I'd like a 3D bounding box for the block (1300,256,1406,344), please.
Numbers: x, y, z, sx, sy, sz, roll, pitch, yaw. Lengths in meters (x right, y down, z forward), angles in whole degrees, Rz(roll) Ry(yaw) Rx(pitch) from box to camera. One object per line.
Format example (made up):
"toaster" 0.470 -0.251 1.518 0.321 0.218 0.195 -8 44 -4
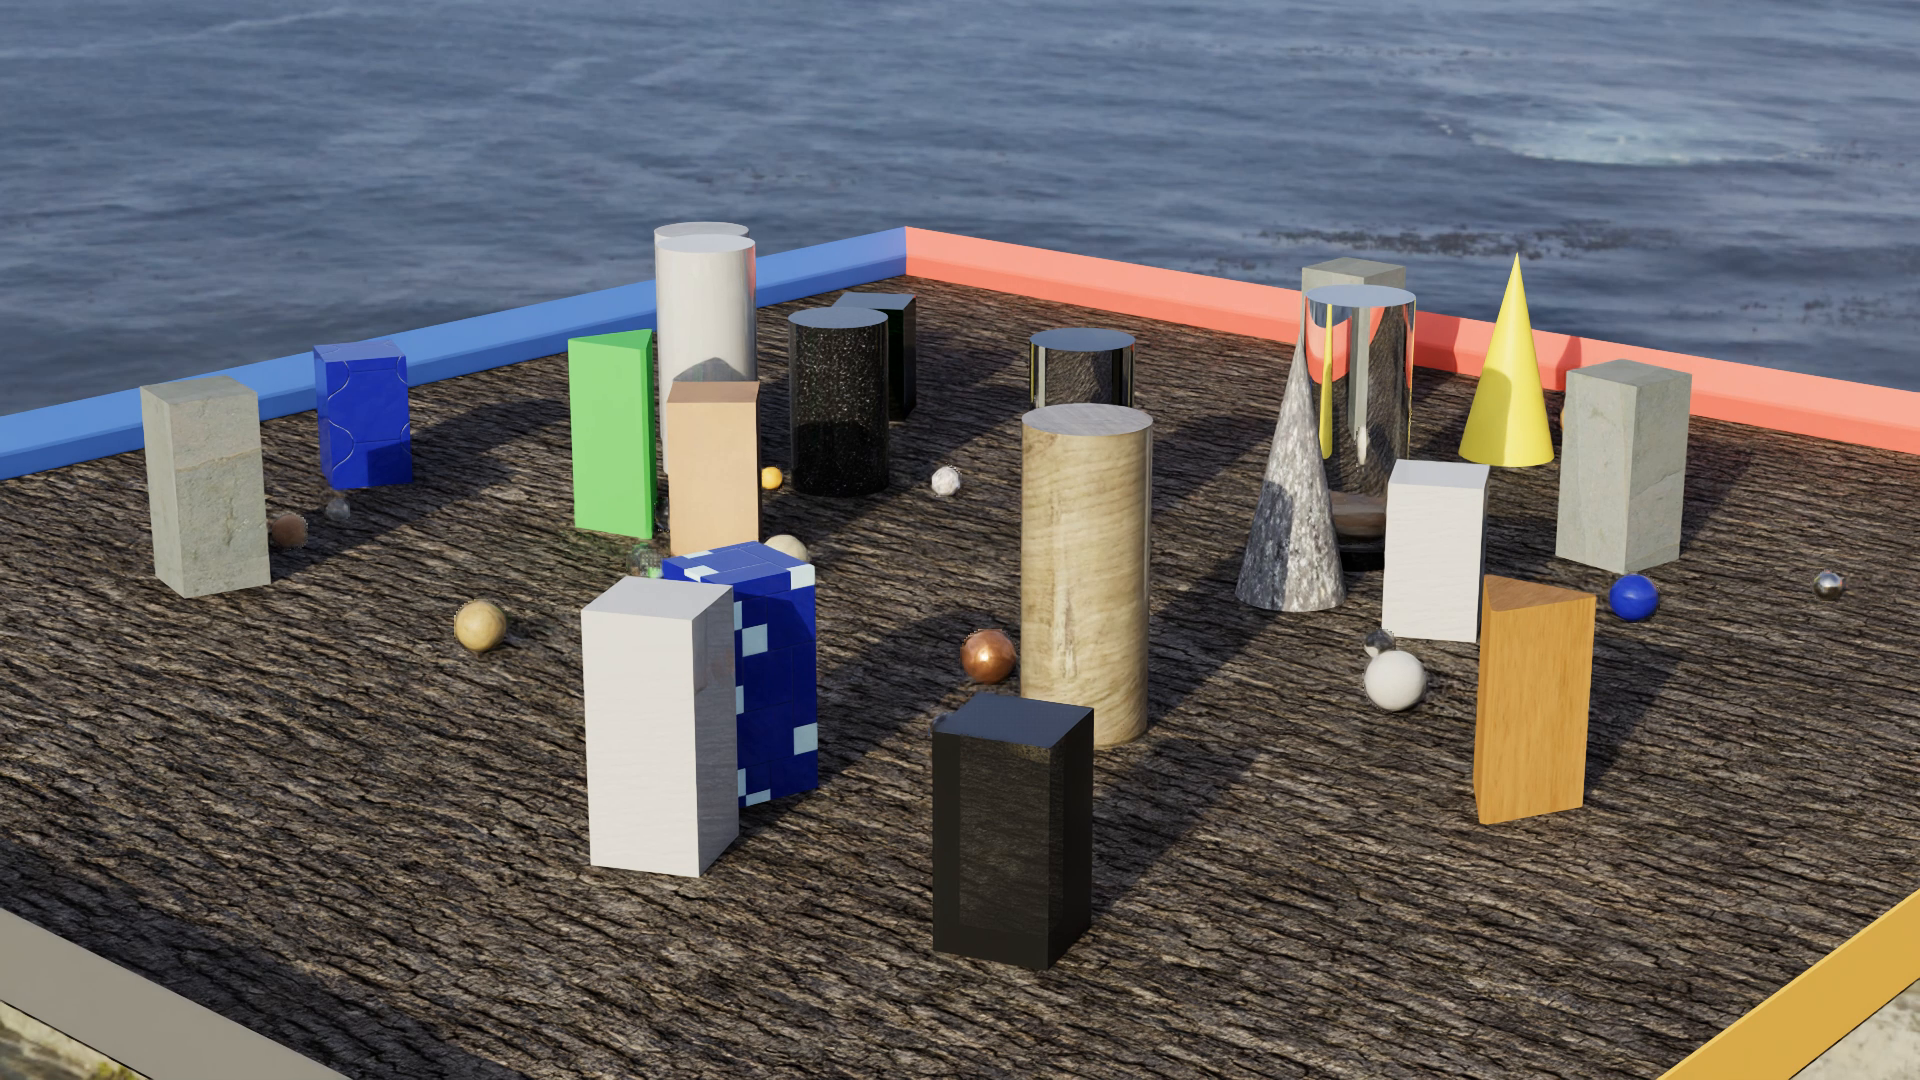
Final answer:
"block" 0.835 -0.418 6.257 0.156 0.334 0.156 15 22 40

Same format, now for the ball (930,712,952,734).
"ball" -0.020 0.285 4.418 0.050 0.050 0.050 0 17 0

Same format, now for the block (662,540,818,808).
"block" -0.316 0.193 4.225 0.156 0.337 0.156 -12 21 -35

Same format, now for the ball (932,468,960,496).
"ball" -0.027 -0.113 5.725 0.058 0.058 0.058 0 17 0

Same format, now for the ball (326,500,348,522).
"ball" -1.182 -0.057 5.565 0.042 0.042 0.042 0 17 0

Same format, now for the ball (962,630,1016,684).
"ball" 0.047 0.187 4.677 0.088 0.088 0.088 0 17 0

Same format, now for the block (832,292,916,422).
"block" -0.186 -0.397 6.340 0.156 0.246 0.156 3 17 9

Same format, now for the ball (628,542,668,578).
"ball" -0.552 0.040 5.194 0.071 0.071 0.071 0 17 0

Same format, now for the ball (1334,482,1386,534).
"ball" 0.749 -0.061 5.483 0.098 0.098 0.098 0 17 0

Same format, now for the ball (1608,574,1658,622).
"ball" 1.145 0.098 4.981 0.082 0.082 0.082 0 17 0

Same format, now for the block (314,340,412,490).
"block" -1.188 -0.251 5.834 0.156 0.258 0.156 -6 18 -20

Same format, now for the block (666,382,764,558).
"block" -0.438 -0.111 5.266 0.156 0.318 0.156 0 17 -1

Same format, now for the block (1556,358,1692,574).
"block" 1.198 -0.134 5.296 0.156 0.346 0.156 -13 21 -37

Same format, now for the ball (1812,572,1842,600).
"ball" 1.509 0.080 5.097 0.050 0.050 0.050 0 17 0

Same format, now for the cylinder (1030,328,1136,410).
"cylinder" 0.226 -0.193 5.451 0.195 0.368 0.195 0 17 0

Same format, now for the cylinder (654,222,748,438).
"cylinder" -0.534 -0.431 6.121 0.195 0.437 0.195 0 17 0

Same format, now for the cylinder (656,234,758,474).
"cylinder" -0.503 -0.367 5.869 0.195 0.460 0.195 0 17 0

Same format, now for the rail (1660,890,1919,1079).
"rail" 1.436 0.392 3.926 0.045 0.127 3.996 14 22 39

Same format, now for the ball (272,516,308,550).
"ball" -1.232 -0.015 5.389 0.062 0.062 0.062 0 17 0

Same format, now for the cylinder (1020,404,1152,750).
"cylinder" 0.189 0.054 4.426 0.195 0.487 0.195 0 17 0

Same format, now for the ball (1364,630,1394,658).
"ball" 0.686 0.171 4.797 0.049 0.049 0.049 0 17 0

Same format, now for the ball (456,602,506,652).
"ball" -0.789 0.143 4.830 0.084 0.084 0.084 0 17 0

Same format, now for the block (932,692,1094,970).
"block" 0.068 0.367 3.718 0.156 0.297 0.156 7 18 22

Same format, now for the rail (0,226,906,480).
"rail" -1.436 -0.328 6.314 0.045 0.127 3.996 14 22 39

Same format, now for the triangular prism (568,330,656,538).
"triangular prism" -0.618 -0.206 5.507 0.169 0.361 0.147 9 19 27

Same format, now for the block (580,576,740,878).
"block" -0.405 0.252 3.983 0.156 0.364 0.156 5 17 15

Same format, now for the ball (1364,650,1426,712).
"ball" 0.677 0.219 4.559 0.095 0.095 0.095 0 17 0

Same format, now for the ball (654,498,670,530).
"ball" -0.546 -0.048 5.500 0.059 0.059 0.059 0 17 0

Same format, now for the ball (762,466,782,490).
"ball" -0.372 -0.121 5.771 0.047 0.047 0.047 0 17 0

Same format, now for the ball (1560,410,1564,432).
"ball" 1.298 -0.250 6.125 0.088 0.088 0.088 0 17 0

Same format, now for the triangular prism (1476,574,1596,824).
"triangular prism" 0.783 0.219 4.176 0.169 0.315 0.147 -7 18 -23

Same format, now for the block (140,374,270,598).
"block" -1.328 -0.096 5.163 0.156 0.349 0.156 -11 20 -31

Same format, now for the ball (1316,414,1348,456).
"ball" 0.752 -0.216 6.019 0.085 0.085 0.085 0 17 0

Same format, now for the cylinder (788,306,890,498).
"cylinder" -0.238 -0.273 5.768 0.195 0.338 0.195 0 17 0

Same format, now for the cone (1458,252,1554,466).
"cone" 1.124 -0.379 5.975 0.195 0.422 0.195 0 17 0

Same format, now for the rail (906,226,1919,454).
"rail" 1.294 -0.399 6.547 3.852 0.127 0.045 14 22 39

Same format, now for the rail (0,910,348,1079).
"rail" -1.294 0.462 3.693 3.852 0.127 0.045 14 22 39

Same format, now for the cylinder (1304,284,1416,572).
"cylinder" 0.712 -0.203 5.283 0.195 0.484 0.195 0 17 0

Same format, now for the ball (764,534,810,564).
"ball" -0.312 0.036 5.169 0.092 0.092 0.092 0 17 0

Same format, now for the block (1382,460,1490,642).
"block" 0.801 0.017 4.935 0.156 0.265 0.156 4 17 13

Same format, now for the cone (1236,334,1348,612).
"cone" 0.580 -0.132 5.066 0.195 0.475 0.195 0 17 0
